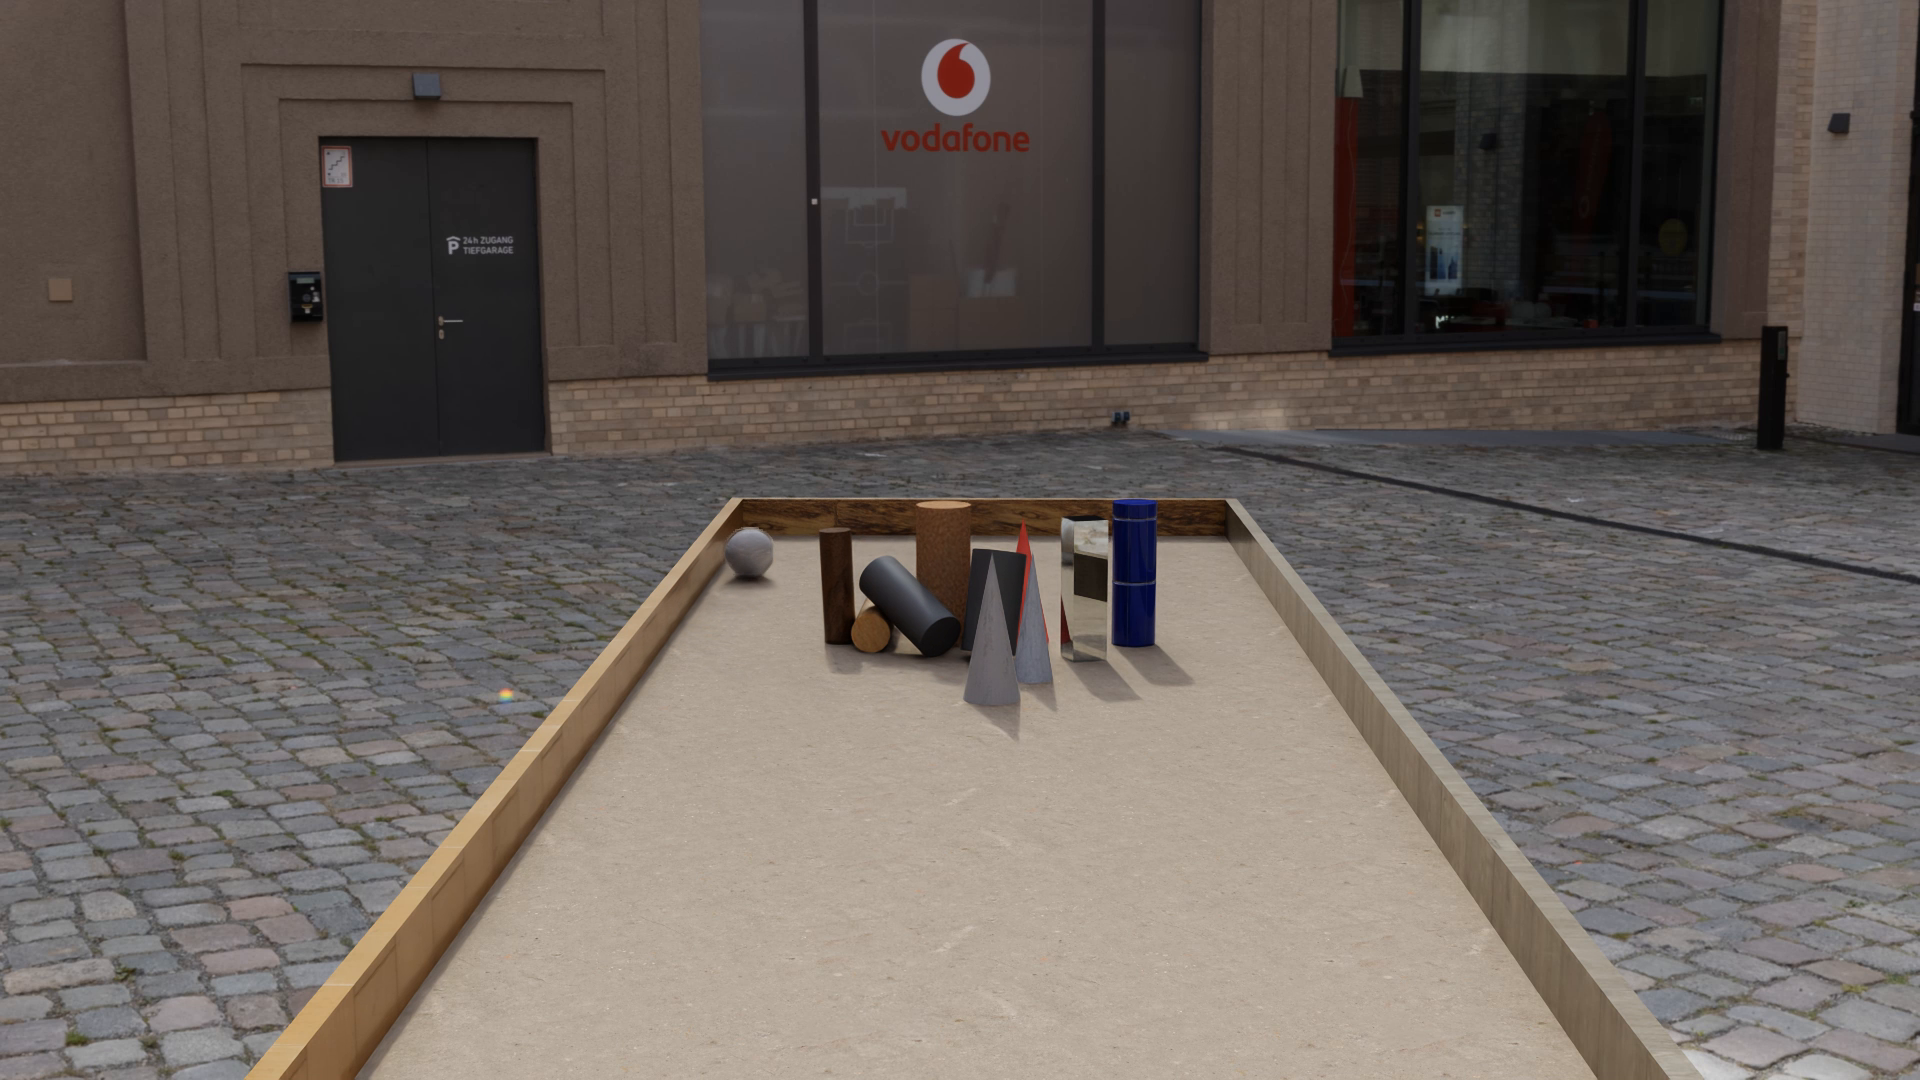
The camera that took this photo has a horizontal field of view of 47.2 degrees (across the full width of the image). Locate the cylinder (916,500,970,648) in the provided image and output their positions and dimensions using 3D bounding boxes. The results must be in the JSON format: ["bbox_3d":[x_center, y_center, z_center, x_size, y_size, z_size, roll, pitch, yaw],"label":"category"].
[{"bbox_3d":[-0.052,0.107,6.928,0.171,0.440,0.171,0,9,0],"label":"cylinder"}]

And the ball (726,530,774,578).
[{"bbox_3d":[-0.776,0.049,8.127,0.179,0.179,0.179,0,9,0],"label":"ball"}]

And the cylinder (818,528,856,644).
[{"bbox_3d":[-0.386,0.144,6.950,0.102,0.355,0.102,-2,8,0],"label":"cylinder"}]

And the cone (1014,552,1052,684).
[{"bbox_3d":[0.211,0.219,6.416,0.122,0.378,0.122,0,9,0],"label":"cone"}]

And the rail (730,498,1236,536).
[{"bbox_3d":[0.099,-0.098,9.147,2.100,0.150,0.050,0,9,1],"label":"rail"}]

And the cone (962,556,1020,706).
[{"bbox_3d":[0.090,0.239,6.159,0.164,0.419,0.164,0,9,0],"label":"cone"}]

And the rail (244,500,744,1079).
[{"bbox_3d":[-1.004,0.839,3.234,0.050,0.150,12.000,0,9,1],"label":"rail"}]

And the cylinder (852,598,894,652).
[{"bbox_3d":[-0.267,0.256,7.006,0.121,0.121,0.424,0,9,3],"label":"cylinder"}]

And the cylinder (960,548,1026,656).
[{"bbox_3d":[0.104,0.191,6.715,0.168,0.310,0.168,7,-4,0],"label":"cylinder"}]

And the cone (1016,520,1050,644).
[{"bbox_3d":[0.200,0.124,6.953,0.166,0.399,0.166,0,9,0],"label":"cone"}]

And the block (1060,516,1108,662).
[{"bbox_3d":[0.378,0.148,6.695,0.110,0.432,0.110,-3,9,-17],"label":"block"}]

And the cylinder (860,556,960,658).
[{"bbox_3d":[-0.157,0.204,6.817,0.150,0.150,0.347,-7,37,-38],"label":"cylinder"}]

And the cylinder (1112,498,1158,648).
[{"bbox_3d":[0.548,0.103,6.916,0.139,0.451,0.139,0,9,0],"label":"cylinder"}]

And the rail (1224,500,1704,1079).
[{"bbox_3d":[1.046,0.843,3.208,0.050,0.150,12.000,0,9,1],"label":"rail"}]
